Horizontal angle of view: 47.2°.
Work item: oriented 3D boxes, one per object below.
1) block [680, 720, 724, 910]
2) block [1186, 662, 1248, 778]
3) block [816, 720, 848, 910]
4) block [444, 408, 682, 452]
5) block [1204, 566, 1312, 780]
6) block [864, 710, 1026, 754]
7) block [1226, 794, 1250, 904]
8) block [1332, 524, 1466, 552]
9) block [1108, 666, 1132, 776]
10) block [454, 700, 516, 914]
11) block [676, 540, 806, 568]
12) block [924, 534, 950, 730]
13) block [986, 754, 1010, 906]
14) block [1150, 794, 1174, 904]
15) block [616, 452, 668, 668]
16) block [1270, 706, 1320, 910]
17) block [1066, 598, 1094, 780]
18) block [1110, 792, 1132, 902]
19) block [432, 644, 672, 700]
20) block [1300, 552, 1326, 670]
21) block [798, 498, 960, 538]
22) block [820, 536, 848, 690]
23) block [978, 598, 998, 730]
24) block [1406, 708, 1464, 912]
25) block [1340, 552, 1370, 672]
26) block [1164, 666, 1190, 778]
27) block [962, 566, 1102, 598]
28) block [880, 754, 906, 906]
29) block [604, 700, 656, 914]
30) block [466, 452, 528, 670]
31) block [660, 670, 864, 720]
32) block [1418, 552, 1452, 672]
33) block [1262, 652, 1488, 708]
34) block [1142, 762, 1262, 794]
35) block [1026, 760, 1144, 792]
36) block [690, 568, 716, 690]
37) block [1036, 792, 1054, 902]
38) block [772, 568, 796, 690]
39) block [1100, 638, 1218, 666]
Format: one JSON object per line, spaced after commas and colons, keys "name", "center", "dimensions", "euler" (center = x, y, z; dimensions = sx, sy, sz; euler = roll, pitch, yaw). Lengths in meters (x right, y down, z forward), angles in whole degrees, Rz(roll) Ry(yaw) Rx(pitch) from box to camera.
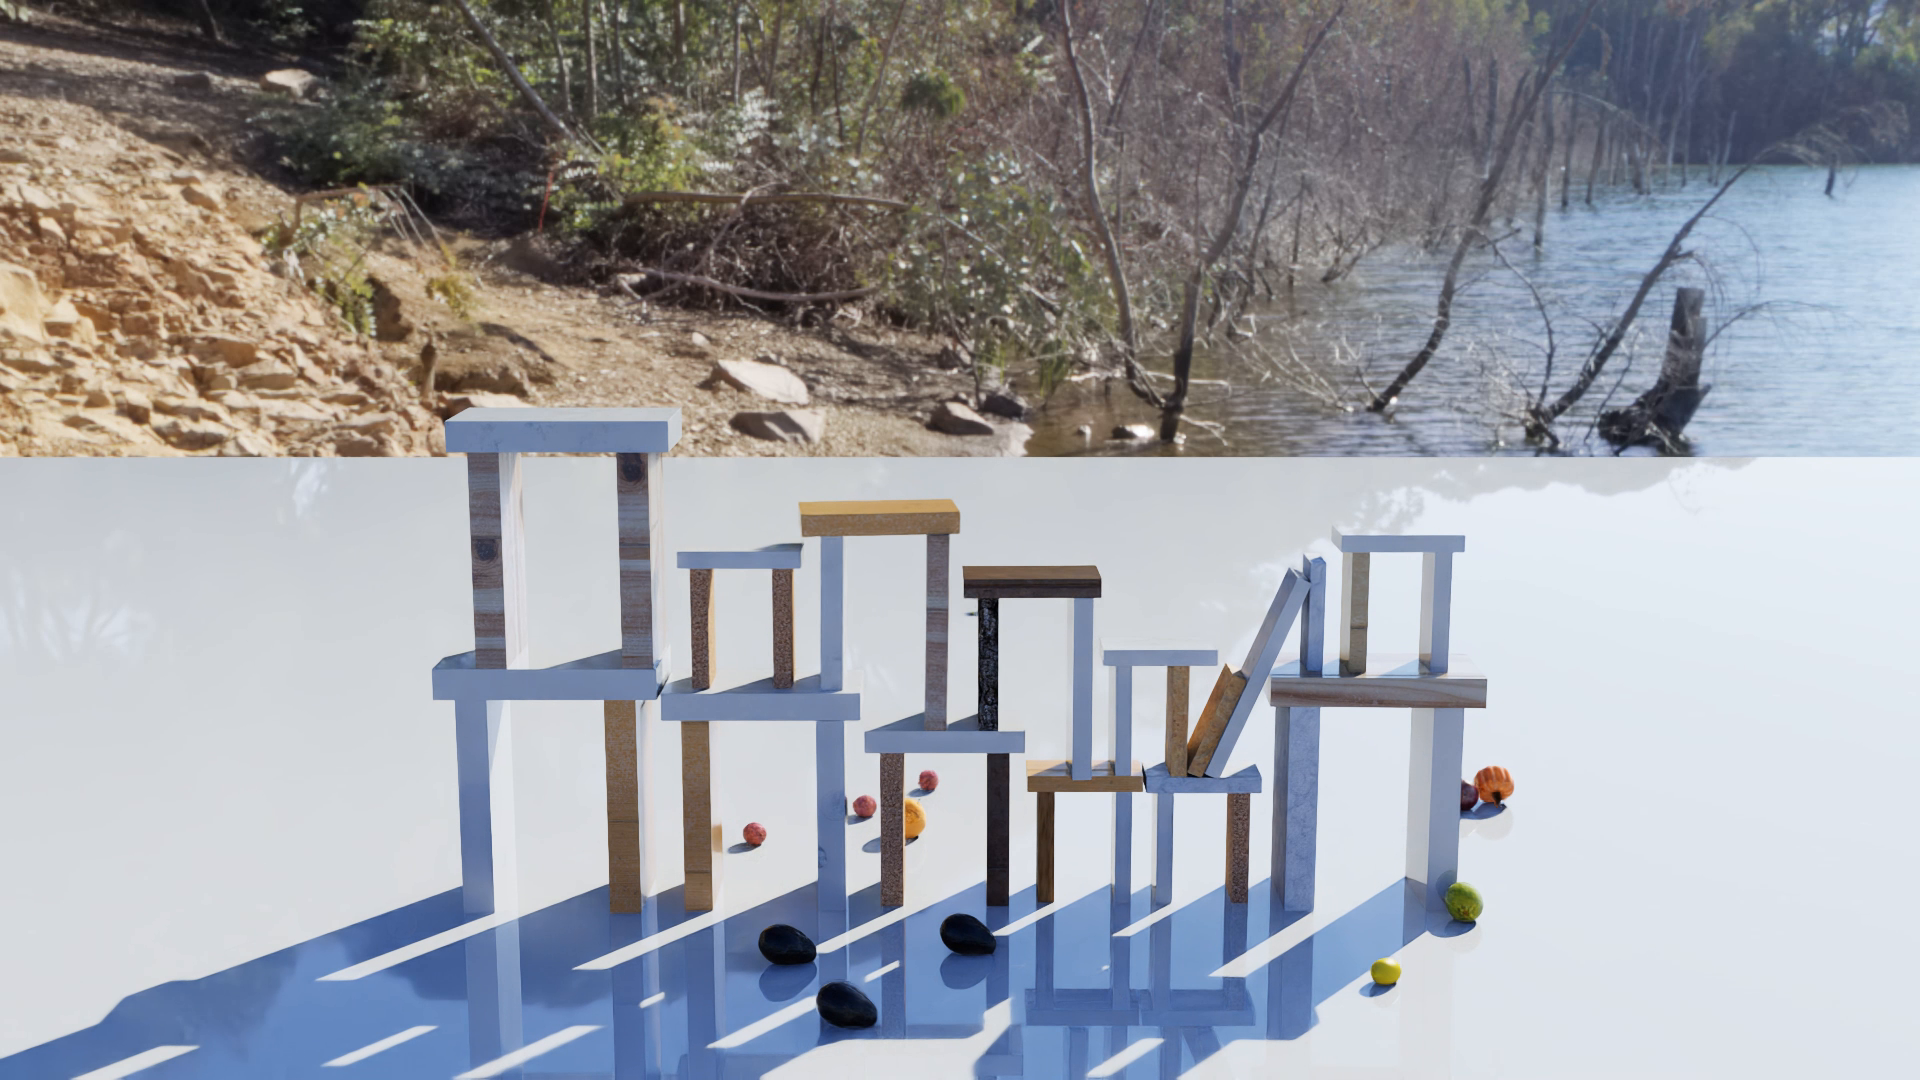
{"name": "block", "center": [-0.426, 0.433, 3.638], "dimensions": [0.045, 0.320, 0.160], "euler": [0, 11, 0]}
{"name": "block", "center": [0.416, 0.295, 3.610], "dimensions": [0.025, 0.177, 0.089], "euler": [23, 9, -5]}
{"name": "block", "center": [-0.211, 0.433, 3.637], "dimensions": [0.045, 0.320, 0.160], "euler": [0, 11, -1]}
{"name": "block", "center": [-0.631, -0.177, 3.523], "dimensions": [0.348, 0.049, 0.174], "euler": [0, 11, 0]}
{"name": "block", "center": [0.480, 0.216, 3.585], "dimensions": [0.025, 0.355, 0.089], "euler": [23, 9, -5]}
{"name": "block", "center": [-0.025, 0.315, 3.623], "dimensions": [0.260, 0.037, 0.130], "euler": [0, 11, 0]}
{"name": "block", "center": [0.461, 0.497, 3.653], "dimensions": [0.027, 0.188, 0.094], "euler": [0, 11, 0]}
{"name": "block", "center": [0.707, -0.003, 3.556], "dimensions": [0.197, 0.028, 0.099], "euler": [0, 11, 0]}
{"name": "block", "center": [0.263, 0.285, 3.619], "dimensions": [0.026, 0.185, 0.093], "euler": [-1, 11, -4]}
{"name": "block", "center": [-0.782, 0.415, 3.632], "dimensions": [0.051, 0.357, 0.179], "euler": [0, 11, 0]}
{"name": "block", "center": [-0.353, 0.023, 3.562], "dimensions": [0.198, 0.028, 0.099], "euler": [0, 11, 0]}
{"name": "block", "center": [-0.036, 0.139, 3.590], "dimensions": [0.036, 0.321, 0.126], "euler": [1, 11, 1]}
{"name": "block", "center": [0.062, 0.461, 3.650], "dimensions": [0.037, 0.260, 0.130], "euler": [0, 11, 0]}
{"name": "block", "center": [0.336, 0.497, 3.653], "dimensions": [0.027, 0.188, 0.094], "euler": [0, 11, 0]}
{"name": "block", "center": [-0.514, 0.018, 3.559], "dimensions": [0.049, 0.348, 0.174], "euler": [0, 11, 0]}
{"name": "block", "center": [0.554, 0.420, 3.641], "dimensions": [0.049, 0.344, 0.172], "euler": [0, 11, 1]}
{"name": "block", "center": [0.195, 0.231, 3.592], "dimensions": [0.031, 0.302, 0.110], "euler": [0, 11, -3]}
{"name": "block", "center": [0.268, 0.496, 3.657], "dimensions": [0.027, 0.189, 0.094], "euler": [0, 11, 0]}
{"name": "block", "center": [-0.663, 0.215, 3.595], "dimensions": [0.357, 0.051, 0.179], "euler": [0, 11, 0]}
{"name": "block", "center": [0.575, 0.116, 3.584], "dimensions": [0.025, 0.177, 0.089], "euler": [0, 11, 1]}
{"name": "block", "center": [-0.133, -0.036, 3.557], "dimensions": [0.253, 0.036, 0.126], "euler": [-1, 11, -6]}
{"name": "block", "center": [-0.205, 0.106, 3.583], "dimensions": [0.036, 0.253, 0.126], "euler": [1, 11, 0]}
{"name": "block", "center": [0.046, 0.190, 3.592], "dimensions": [0.031, 0.220, 0.110], "euler": [0, 11, 0]}
{"name": "block", "center": [0.784, 0.421, 3.639], "dimensions": [0.049, 0.344, 0.172], "euler": [0, 11, 0]}
{"name": "block", "center": [0.642, 0.108, 3.577], "dimensions": [0.028, 0.197, 0.099], "euler": [0, 11, 1]}
{"name": "block", "center": [0.357, 0.287, 3.616], "dimensions": [0.026, 0.186, 0.093], "euler": [0, 11, -1]}
{"name": "block", "center": [0.115, 0.067, 3.563], "dimensions": [0.221, 0.031, 0.110], "euler": [0, 11, -1]}
{"name": "block", "center": [-0.111, 0.461, 3.650], "dimensions": [0.037, 0.260, 0.130], "euler": [0, 11, 0]}
{"name": "block", "center": [-0.544, 0.415, 3.632], "dimensions": [0.051, 0.357, 0.179], "euler": [0, 11, 0]}
{"name": "block", "center": [-0.747, 0.019, 3.558], "dimensions": [0.049, 0.348, 0.174], "euler": [0, 11, 0]}
{"name": "block", "center": [-0.320, 0.254, 3.606], "dimensions": [0.320, 0.045, 0.160], "euler": [0, 11, 0]}
{"name": "block", "center": [0.773, 0.108, 3.576], "dimensions": [0.028, 0.197, 0.099], "euler": [0, 11, 1]}
{"name": "block", "center": [0.672, 0.229, 3.599], "dimensions": [0.344, 0.049, 0.172], "euler": [0, 11, 2]}
{"name": "block", "center": [0.398, 0.392, 3.633], "dimensions": [0.188, 0.027, 0.094], "euler": [0, 11, 0]}
{"name": "block", "center": [0.205, 0.390, 3.637], "dimensions": [0.189, 0.027, 0.094], "euler": [0, 11, 0]}
{"name": "block", "center": [-0.418, 0.134, 3.582], "dimensions": [0.028, 0.198, 0.099], "euler": [0, 11, 0]}
{"name": "block", "center": [0.142, 0.496, 3.657], "dimensions": [0.027, 0.189, 0.095], "euler": [0, 11, 0]}
{"name": "block", "center": [-0.287, 0.134, 3.582], "dimensions": [0.028, 0.198, 0.099], "euler": [0, 11, 0]}
{"name": "block", "center": [0.324, 0.182, 3.595], "dimensions": [0.185, 0.026, 0.093], "euler": [0, 10, -1]}
